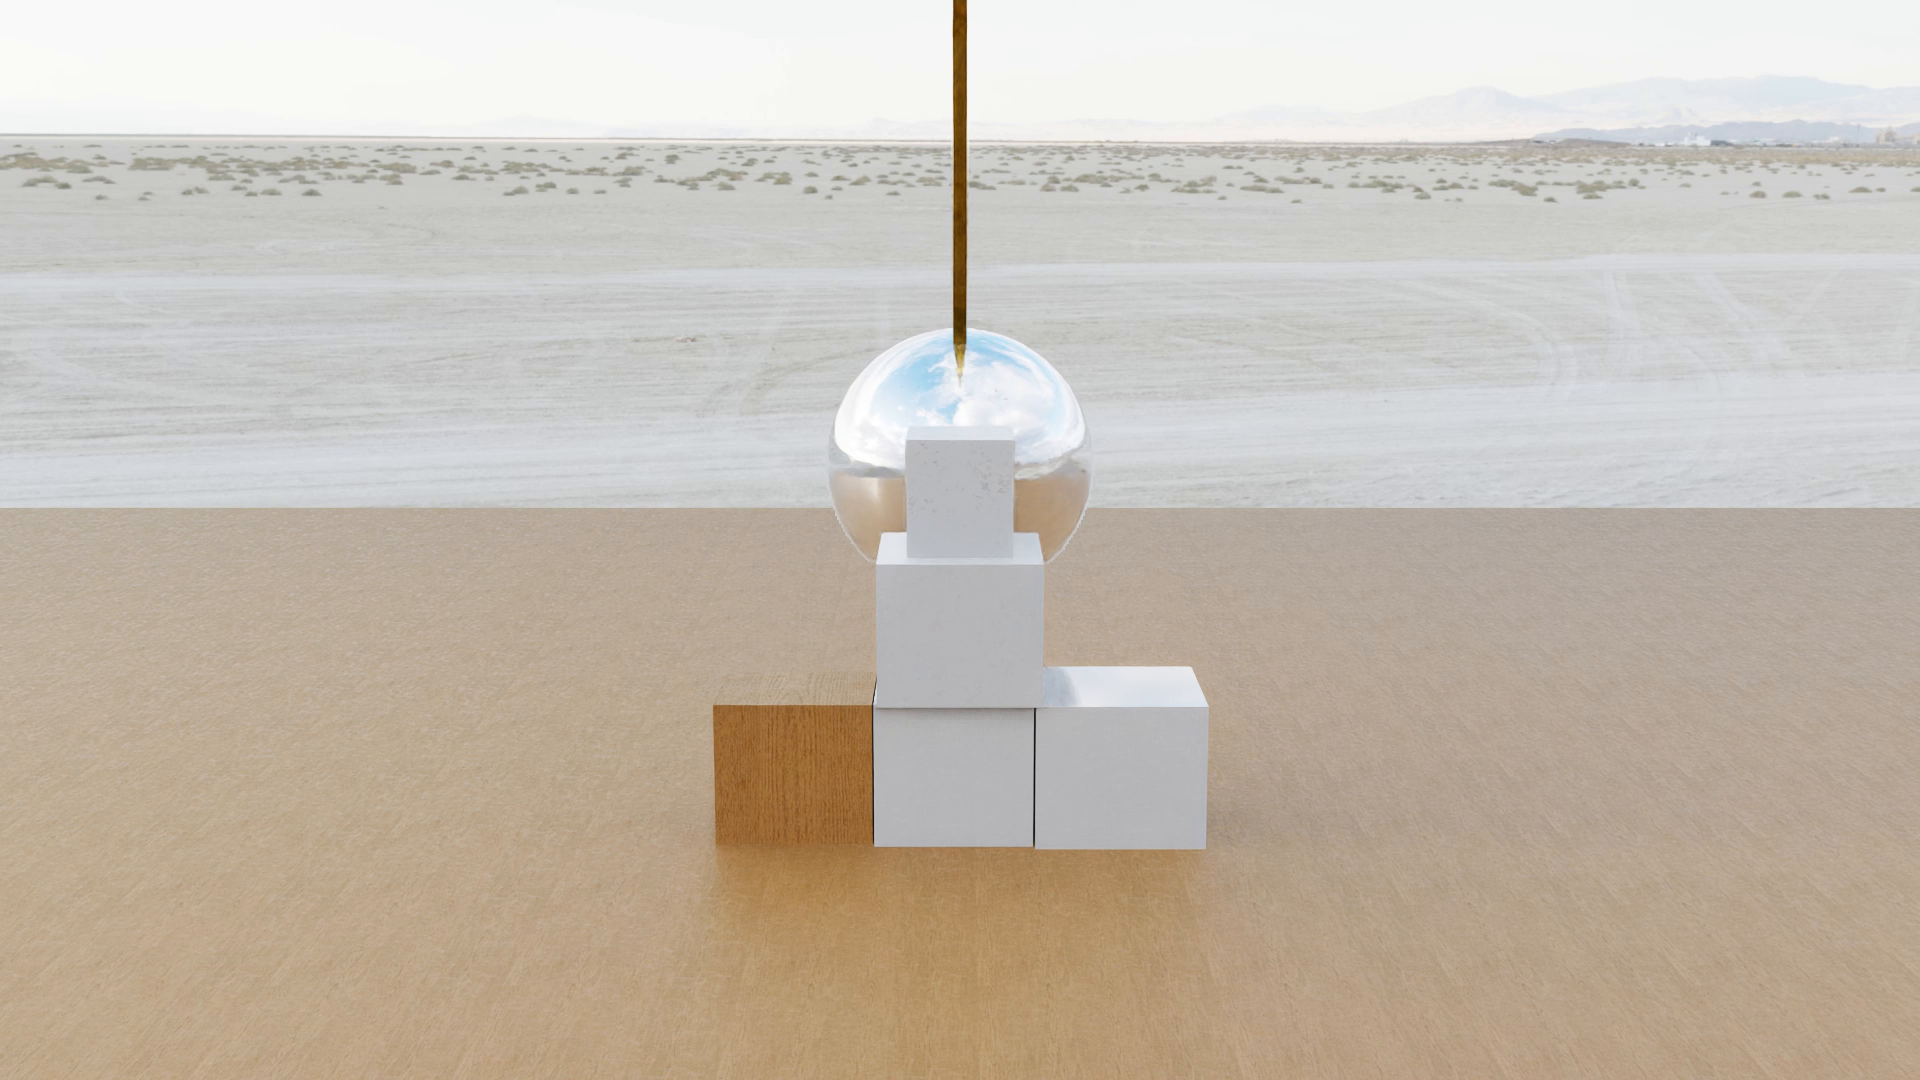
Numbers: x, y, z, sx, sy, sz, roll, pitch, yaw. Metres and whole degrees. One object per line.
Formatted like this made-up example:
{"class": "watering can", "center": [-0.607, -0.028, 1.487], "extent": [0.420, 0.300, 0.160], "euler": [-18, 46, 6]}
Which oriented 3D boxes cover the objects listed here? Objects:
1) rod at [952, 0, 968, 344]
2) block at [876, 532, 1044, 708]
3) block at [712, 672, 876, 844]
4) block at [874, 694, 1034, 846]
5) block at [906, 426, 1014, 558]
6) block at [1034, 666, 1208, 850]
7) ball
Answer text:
{"class": "rod", "center": [0.000, -3.398, 11.476], "extent": [0.080, 5.200, 0.080], "euler": [0, 31, 0]}
{"class": "block", "center": [0.000, 0.396, 11.246], "extent": [0.822, 0.721, 0.877], "euler": [0, 10, 0]}
{"class": "block", "center": [-0.837, 1.119, 11.385], "extent": [0.793, 0.725, 0.692], "euler": [0, 10, 0]}
{"class": "block", "center": [-0.031, 1.110, 11.396], "extent": [0.799, 0.738, 0.792], "euler": [0, 10, 0]}
{"class": "block", "center": [0.000, -0.251, 11.135], "extent": [0.532, 0.592, 0.545], "euler": [0, 10, 0]}
{"class": "block", "center": [0.806, 1.114, 11.382], "extent": [0.856, 0.737, 0.843], "euler": [0, 10, 0]}
{"class": "ball", "center": [0.000, -0.470, 13.203], "extent": [1.600, 1.600, 1.600], "euler": [0, 10, 0]}
